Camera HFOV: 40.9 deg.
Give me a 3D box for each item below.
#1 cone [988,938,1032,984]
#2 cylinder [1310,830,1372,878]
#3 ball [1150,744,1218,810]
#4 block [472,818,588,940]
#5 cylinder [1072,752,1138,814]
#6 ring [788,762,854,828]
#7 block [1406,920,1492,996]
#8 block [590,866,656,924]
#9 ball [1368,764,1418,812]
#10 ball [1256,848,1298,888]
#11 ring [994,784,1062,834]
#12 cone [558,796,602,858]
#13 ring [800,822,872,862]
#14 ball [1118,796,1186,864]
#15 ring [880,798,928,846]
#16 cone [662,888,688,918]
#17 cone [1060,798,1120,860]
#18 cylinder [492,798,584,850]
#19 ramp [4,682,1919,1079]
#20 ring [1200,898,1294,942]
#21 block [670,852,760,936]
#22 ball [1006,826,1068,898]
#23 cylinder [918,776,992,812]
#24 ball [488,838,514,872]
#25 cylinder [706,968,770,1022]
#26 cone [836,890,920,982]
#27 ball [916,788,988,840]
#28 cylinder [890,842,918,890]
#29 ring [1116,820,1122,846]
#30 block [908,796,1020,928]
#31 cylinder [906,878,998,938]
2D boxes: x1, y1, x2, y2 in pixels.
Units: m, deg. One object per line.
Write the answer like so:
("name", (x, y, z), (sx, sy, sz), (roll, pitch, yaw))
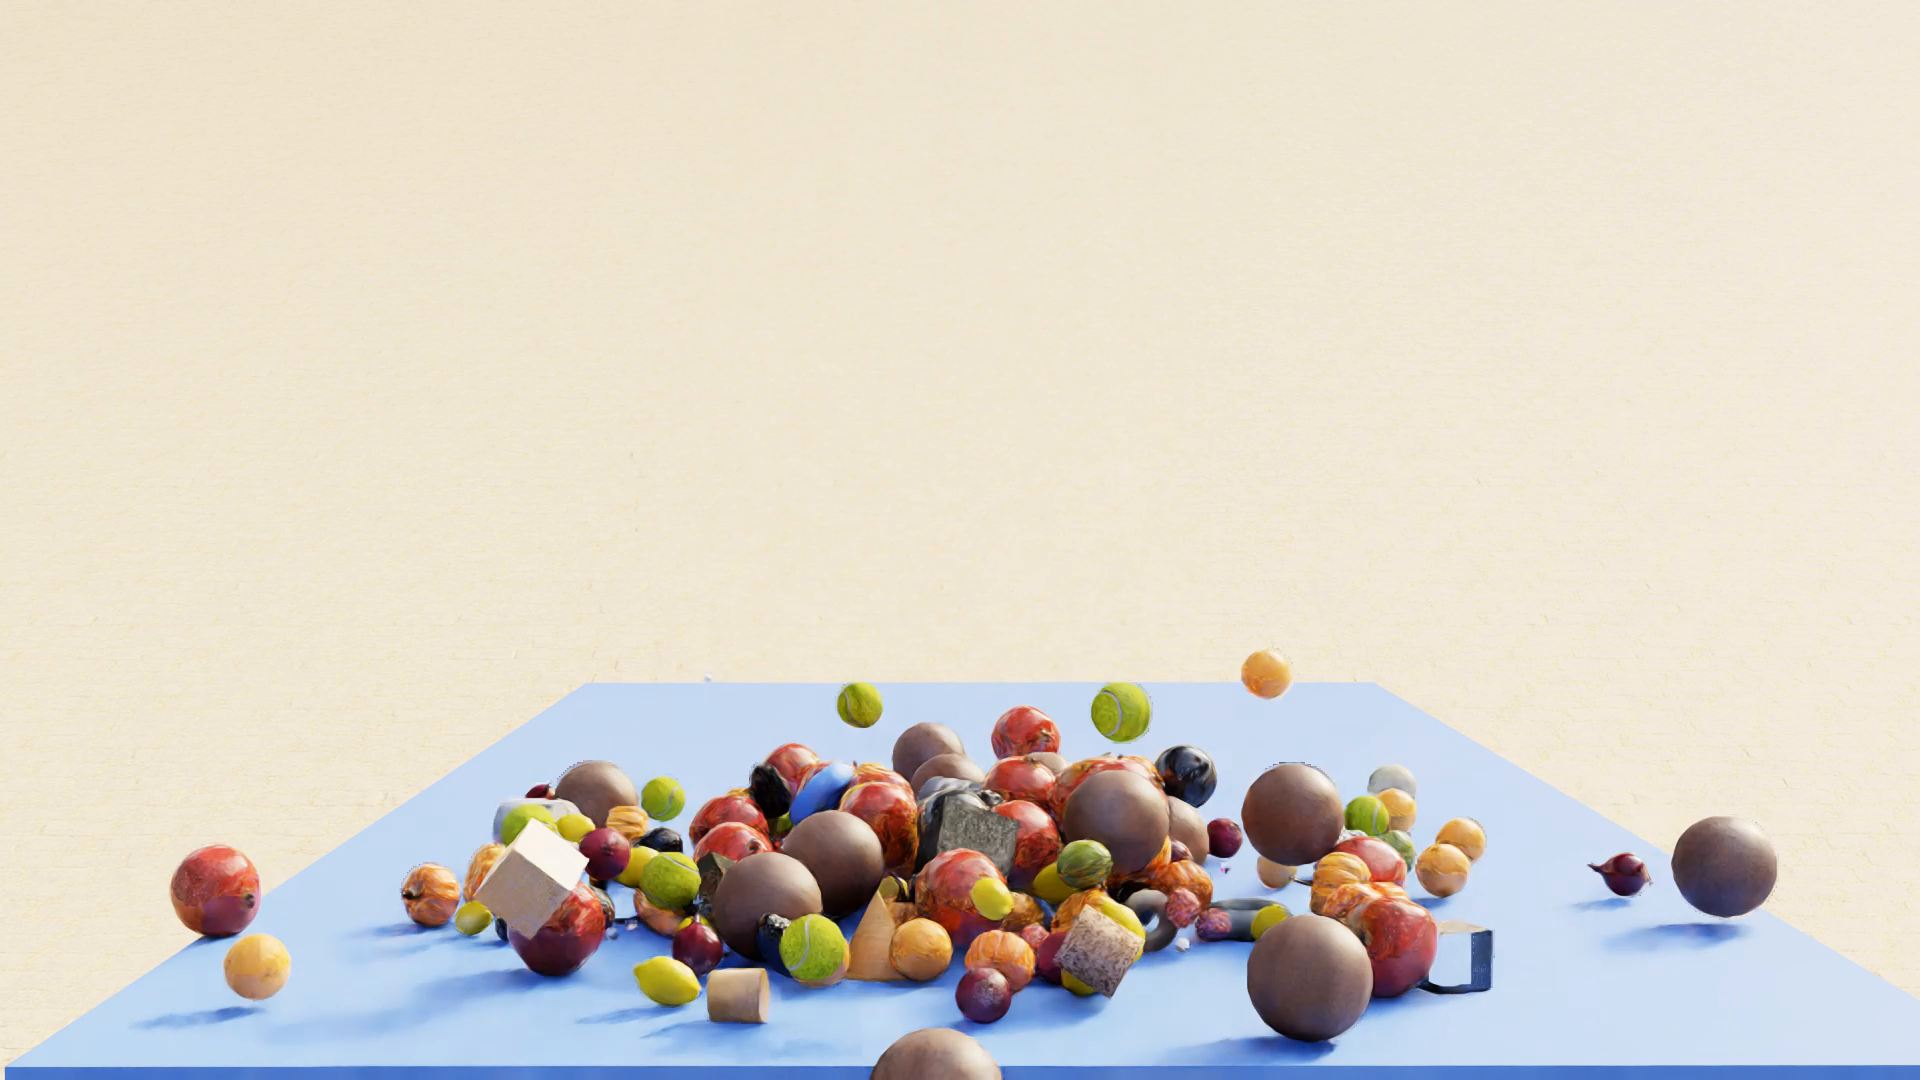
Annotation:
("cone", (0.070, 0.490, 2.943), (0.056, 0.056, 0.056), (-16, 55, 24))
("cylinder", (0.538, 0.443, 3.636), (0.065, 0.065, 0.065), (-1, 23, -18))
("ball", (0.323, 0.342, 3.709), (0.096, 0.096, 0.096), (0, 24, 0))
("block", (-0.478, 0.377, 2.871), (0.080, 0.080, 0.080), (39, 19, -7))
("cylinder", (0.237, 0.399, 4.206), (0.077, 0.077, 0.077), (-34, 1, 1))
("ring", (-0.201, 0.368, 3.719), (0.039, 0.116, 0.116), (43, 37, 10))
("block", (0.551, 0.471, 2.902), (0.068, 0.068, 0.068), (-1, 2, -25))
("block", (-0.434, 0.458, 3.320), (0.060, 0.060, 0.060), (1, 3, 43))
("ball", (0.716, 0.410, 4.263), (0.081, 0.081, 0.081), (0, 24, 0))
("ball", (0.436, 0.451, 3.543), (0.056, 0.056, 0.056), (0, 24, 0))
("ring", (0.105, 0.418, 3.972), (0.117, 0.117, 0.039), (15, 62, 30))
("cone", (-0.572, 0.414, 3.720), (0.092, 0.092, 0.092), (-12, -14, -3))
("ring", (-0.172, 0.437, 3.550), (0.108, 0.036, 0.108), (-15, 47, 16))
("ball", (0.272, 0.410, 3.646), (0.096, 0.096, 0.096), (0, 24, 0))
("ring", (-0.064, 0.386, 3.534), (0.103, 0.103, 0.034), (-25, 78, -44))
("cone", (-0.349, 0.477, 3.319), (0.052, 0.052, 0.052), (-13, 36, -28))
("cone", (0.179, 0.399, 3.709), (0.090, 0.090, 0.090), (-10, 44, 10))
("cylinder", (-0.597, 0.412, 3.644), (0.091, 0.091, 0.091), (1, 22, 26))
("ramp", (0.054, 0.490, 4.542), (2.000, 0.100, 4.000), (0, 2, 0))
("ring", (0.358, 0.474, 3.212), (0.115, 0.038, 0.115), (0, 3, 0))
("block", (-0.302, 0.435, 3.169), (0.066, 0.066, 0.066), (57, 11, 29))
("ball", (0.096, 0.434, 3.470), (0.098, 0.098, 0.098), (0, 24, 0))
("cylinder", (-0.008, 0.380, 3.673), (0.077, 0.077, 0.077), (3, 20, 43))
("ball", (-0.597, 0.442, 3.482), (0.081, 0.081, 0.081), (0, 24, 0))
("cylinder", (-0.235, 0.483, 2.730), (0.055, 0.055, 0.055), (-2, 23, 7))
("cone", (-0.096, 0.453, 2.983), (0.098, 0.098, 0.098), (0, 2, 0))
("ball", (-0.007, 0.361, 3.249), (0.096, 0.096, 0.096), (0, 24, 0))
("cylinder", (-0.067, 0.445, 3.519), (0.053, 0.053, 0.053), (-4, 68, -8))
("ring", (0.256, 0.448, 3.936), (0.098, 0.033, 0.098), (-1, 2, 0))
("block", (0.005, 0.392, 3.139), (0.097, 0.097, 0.097), (21, 40, -9))
("cylinder", (-0.010, 0.451, 3.235), (0.082, 0.082, 0.082), (17, 29, 39))
